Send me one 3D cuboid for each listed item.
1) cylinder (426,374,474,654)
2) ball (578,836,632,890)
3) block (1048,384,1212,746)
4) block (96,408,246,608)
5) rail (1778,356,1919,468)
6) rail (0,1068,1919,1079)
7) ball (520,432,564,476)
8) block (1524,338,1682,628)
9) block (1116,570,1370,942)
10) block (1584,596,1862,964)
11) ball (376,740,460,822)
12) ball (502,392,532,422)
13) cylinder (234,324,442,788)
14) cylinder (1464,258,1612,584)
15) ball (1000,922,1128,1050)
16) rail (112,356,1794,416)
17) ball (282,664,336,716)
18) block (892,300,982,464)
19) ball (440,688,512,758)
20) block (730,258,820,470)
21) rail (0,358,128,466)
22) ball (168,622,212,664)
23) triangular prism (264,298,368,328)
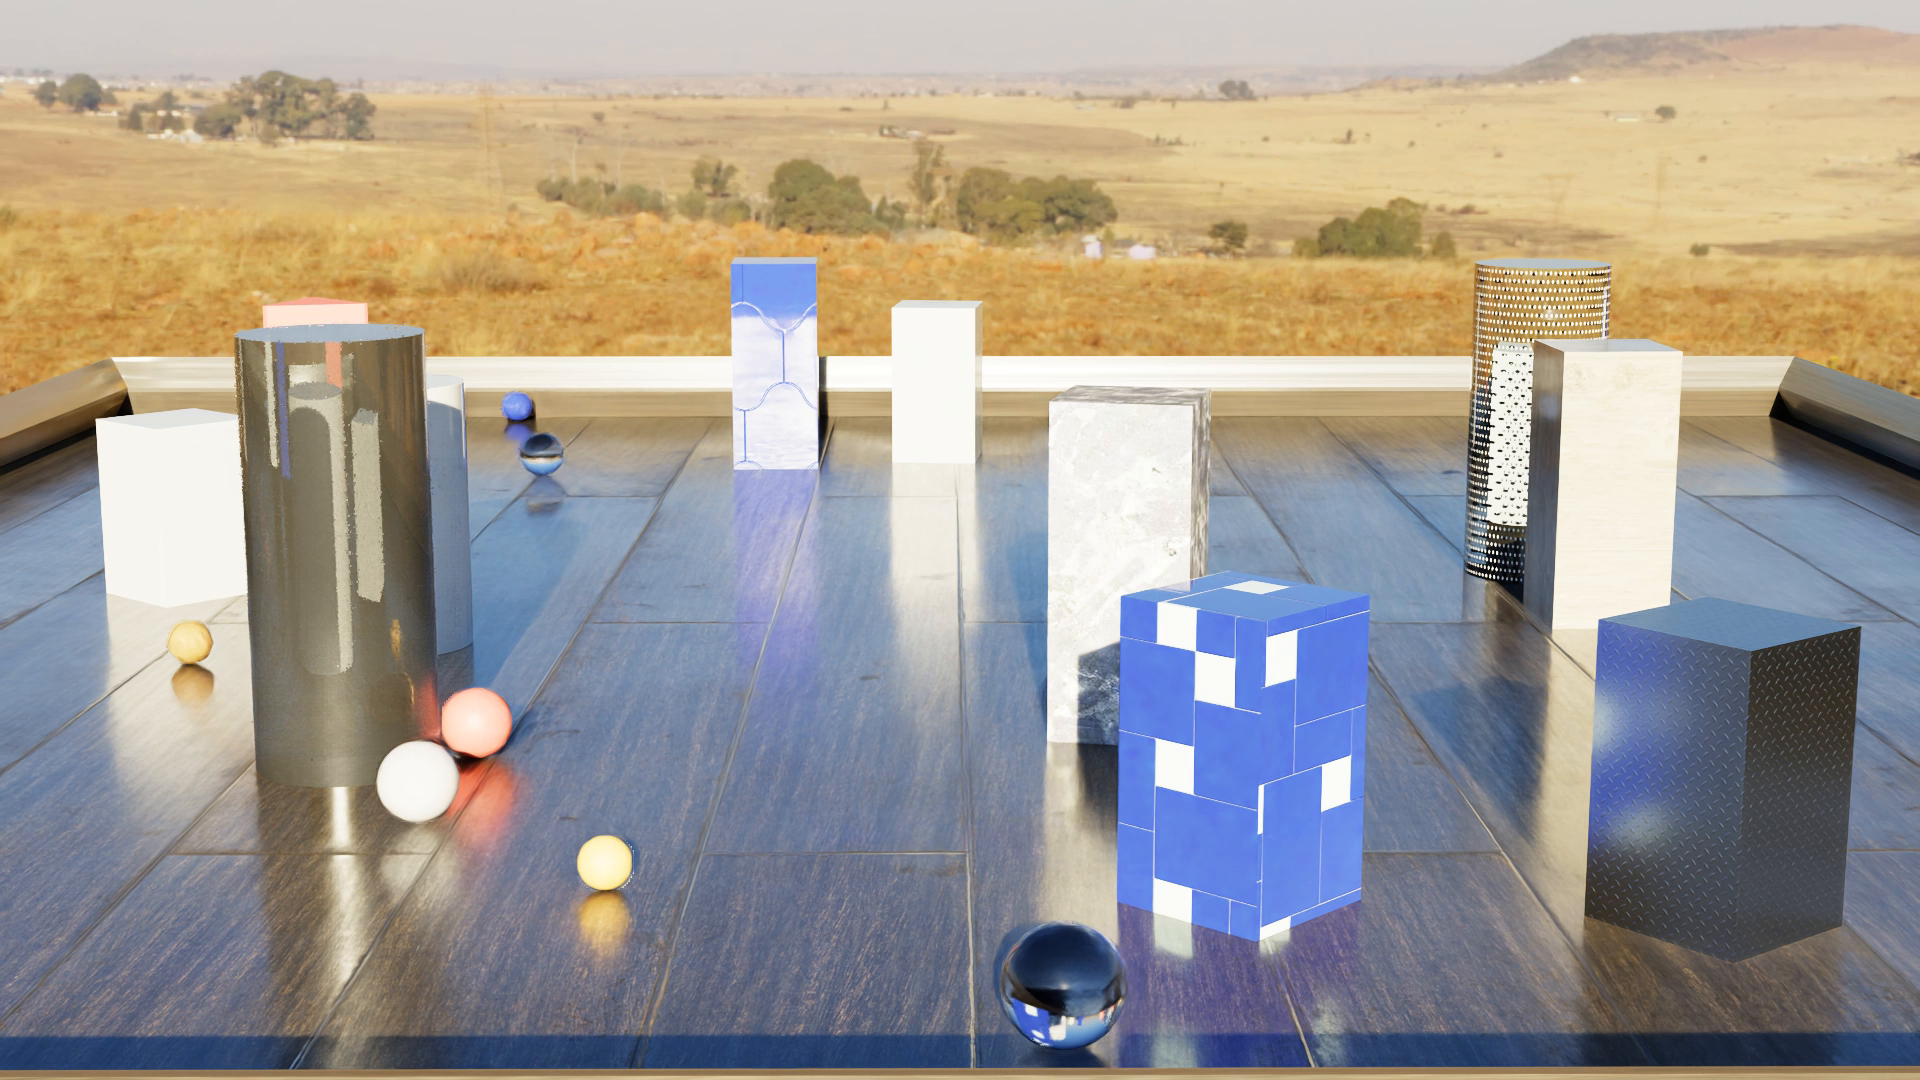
[{"bbox_3d":[-0.715,-0.033,3.232,0.190,0.333,0.190,0,11,0],"label":"cylinder"},{"bbox_3d":[-0.316,0.288,2.286,0.049,0.049,0.049,0,11,0],"label":"ball"},{"bbox_3d":[0.186,0.026,2.811,0.152,0.372,0.152,2,11,13],"label":"block"},{"bbox_3d":[-1.080,-0.048,3.554,0.152,0.244,0.152,9,14,41],"label":"block"},{"bbox_3d":[1.723,0.030,3.459,0.045,0.124,3.833,0,11,0],"label":"rail"},{"bbox_3d":[0.011,0.378,1.589,3.494,0.124,0.045,0,11,0],"label":"rail"},{"bbox_3d":[-0.745,-0.153,4.575,0.077,0.077,0.077,0,11,0],"label":"ball"},{"bbox_3d":[0.845,-0.077,3.386,0.152,0.362,0.152,0,11,-2],"label":"block"},{"bbox_3d":[0.246,0.182,2.234,0.152,0.275,0.152,10,14,43],"label":"block"},{"bbox_3d":[0.647,0.198,2.182,0.152,0.262,0.152,-8,13,-37],"label":"block"},{"bbox_3d":[-0.526,0.234,2.490,0.079,0.079,0.079,0,11,0],"label":"ball"},{"bbox_3d":[-0.909,-0.275,5.272,0.061,0.061,0.061,0,11,0],"label":"ball"},{"bbox_3d":[-0.644,0.011,2.663,0.190,0.454,0.190,0,11,0],"label":"cylinder"},{"bbox_3d":[0.826,-0.173,3.676,0.190,0.445,0.190,0,11,0],"label":"cylinder"},{"bbox_3d":[0.077,0.333,1.916,0.095,0.095,0.095,0,11,0],"label":"ball"},{"bbox_3d":[-0.011,-0.315,5.310,3.494,0.124,0.045,0,11,0],"label":"rail"},{"bbox_3d":[-0.735,0.169,2.892,0.059,0.059,0.059,0,11,0],"label":"ball"},{"bbox_3d":[-0.041,-0.296,4.775,0.152,0.285,0.152,1,11,6],"label":"block"},{"bbox_3d":[-0.512,0.194,2.719,0.075,0.075,0.075,0,11,0],"label":"ball"},{"bbox_3d":[-0.337,-0.325,4.695,0.152,0.371,0.152,0,11,-2],"label":"block"},{"bbox_3d":[-1.723,0.034,3.440,0.045,0.124,3.833,0,11,0],"label":"rail"},{"bbox_3d":[-0.943,0.126,3.145,0.052,0.052,0.052,0,11,0],"label":"ball"},{"bbox_3d":[-1.087,-0.240,4.351,0.165,0.331,0.143,-3,11,-15],"label":"triangular prism"}]
